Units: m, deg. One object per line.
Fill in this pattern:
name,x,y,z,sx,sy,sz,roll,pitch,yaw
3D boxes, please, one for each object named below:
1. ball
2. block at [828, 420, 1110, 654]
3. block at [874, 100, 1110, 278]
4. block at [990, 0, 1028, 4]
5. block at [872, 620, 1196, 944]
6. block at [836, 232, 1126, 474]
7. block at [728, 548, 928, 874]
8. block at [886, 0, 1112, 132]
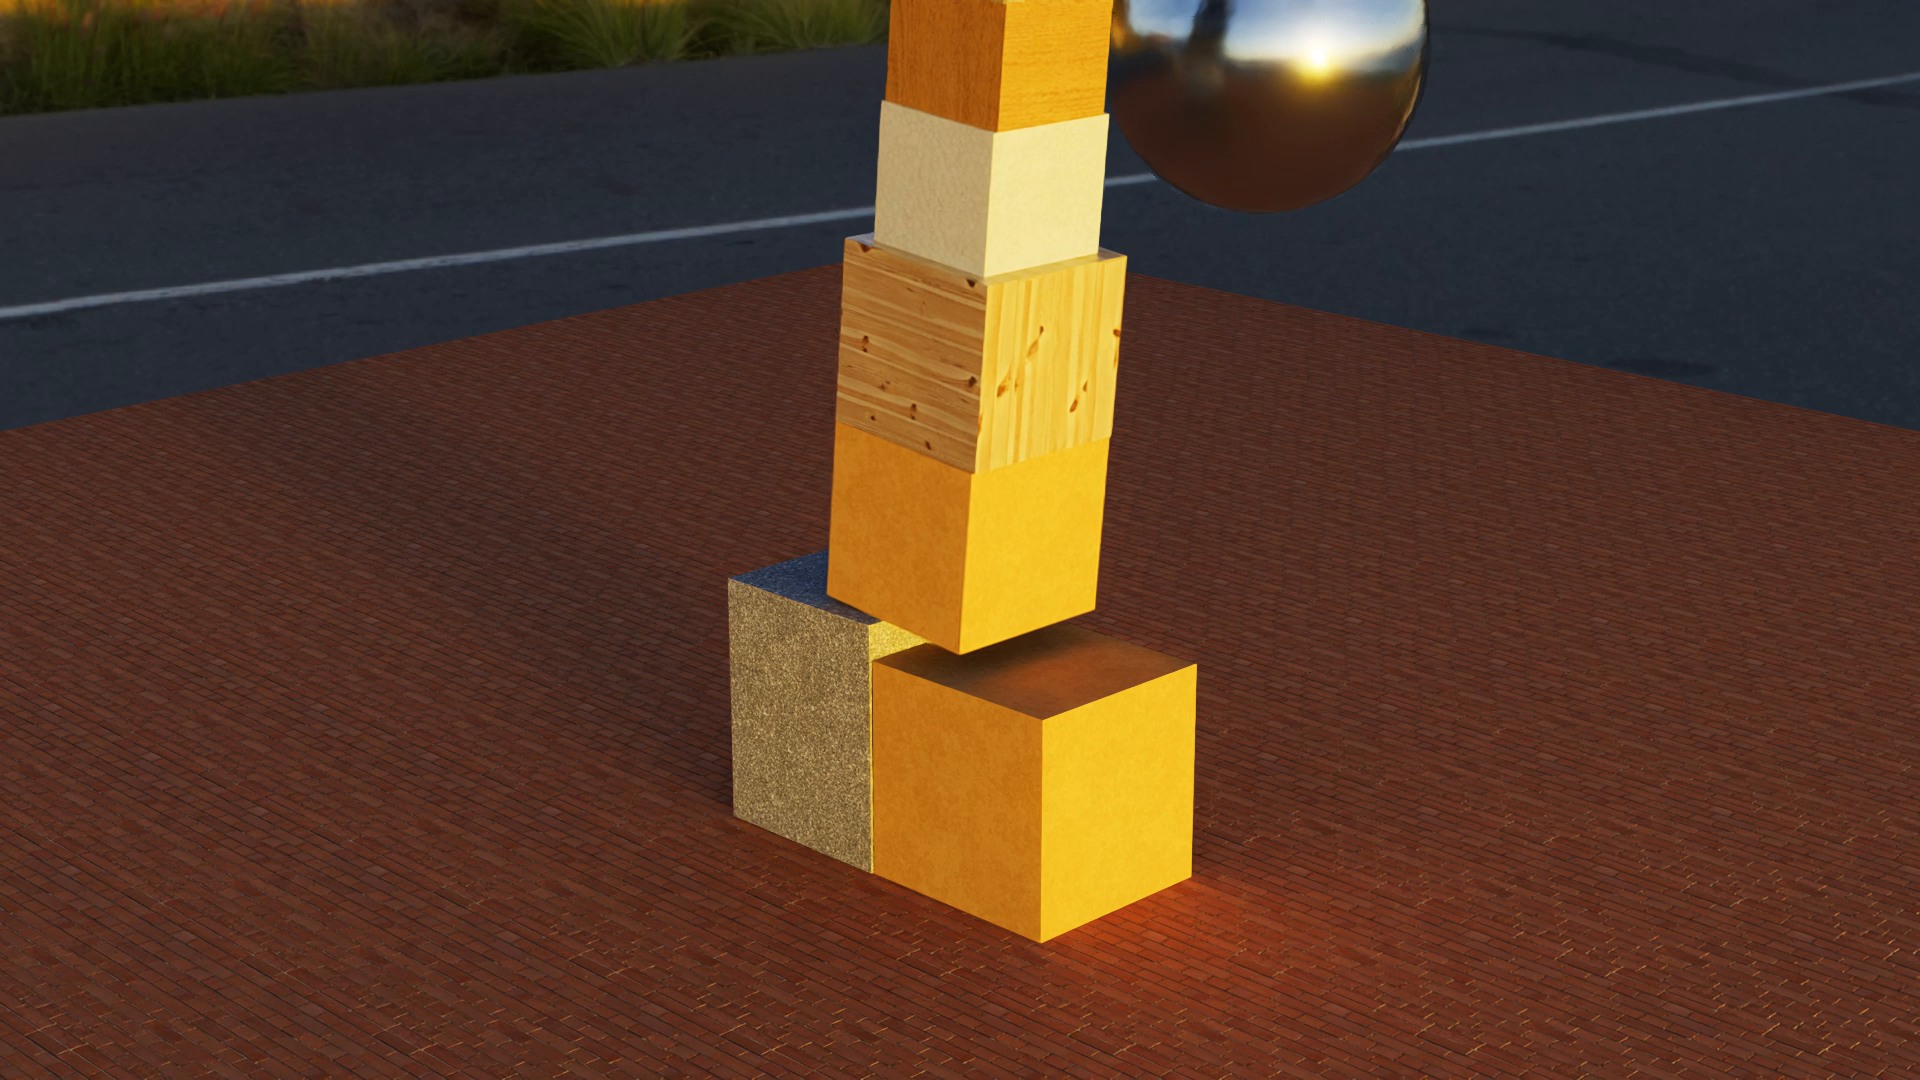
ball,1.467,-2.375,14.133,1.600,1.600,1.600,0,17,0
block,0.031,-0.109,13.284,0.877,0.844,0.860,-17,29,-42
block,0.133,-1.573,12.723,0.710,0.620,0.680,-17,29,-42
block,0.191,-2.638,12.300,0.683,0.599,0.689,-17,29,-42
block,0.333,1.043,13.297,1.001,1.037,1.053,-17,24,-42
block,0.088,-0.894,12.986,0.871,0.839,0.880,-17,29,-42
block,-0.390,0.748,13.956,1.015,1.205,0.964,-17,24,-42
block,0.165,-2.111,12.512,0.652,0.539,0.677,-17,29,-42
